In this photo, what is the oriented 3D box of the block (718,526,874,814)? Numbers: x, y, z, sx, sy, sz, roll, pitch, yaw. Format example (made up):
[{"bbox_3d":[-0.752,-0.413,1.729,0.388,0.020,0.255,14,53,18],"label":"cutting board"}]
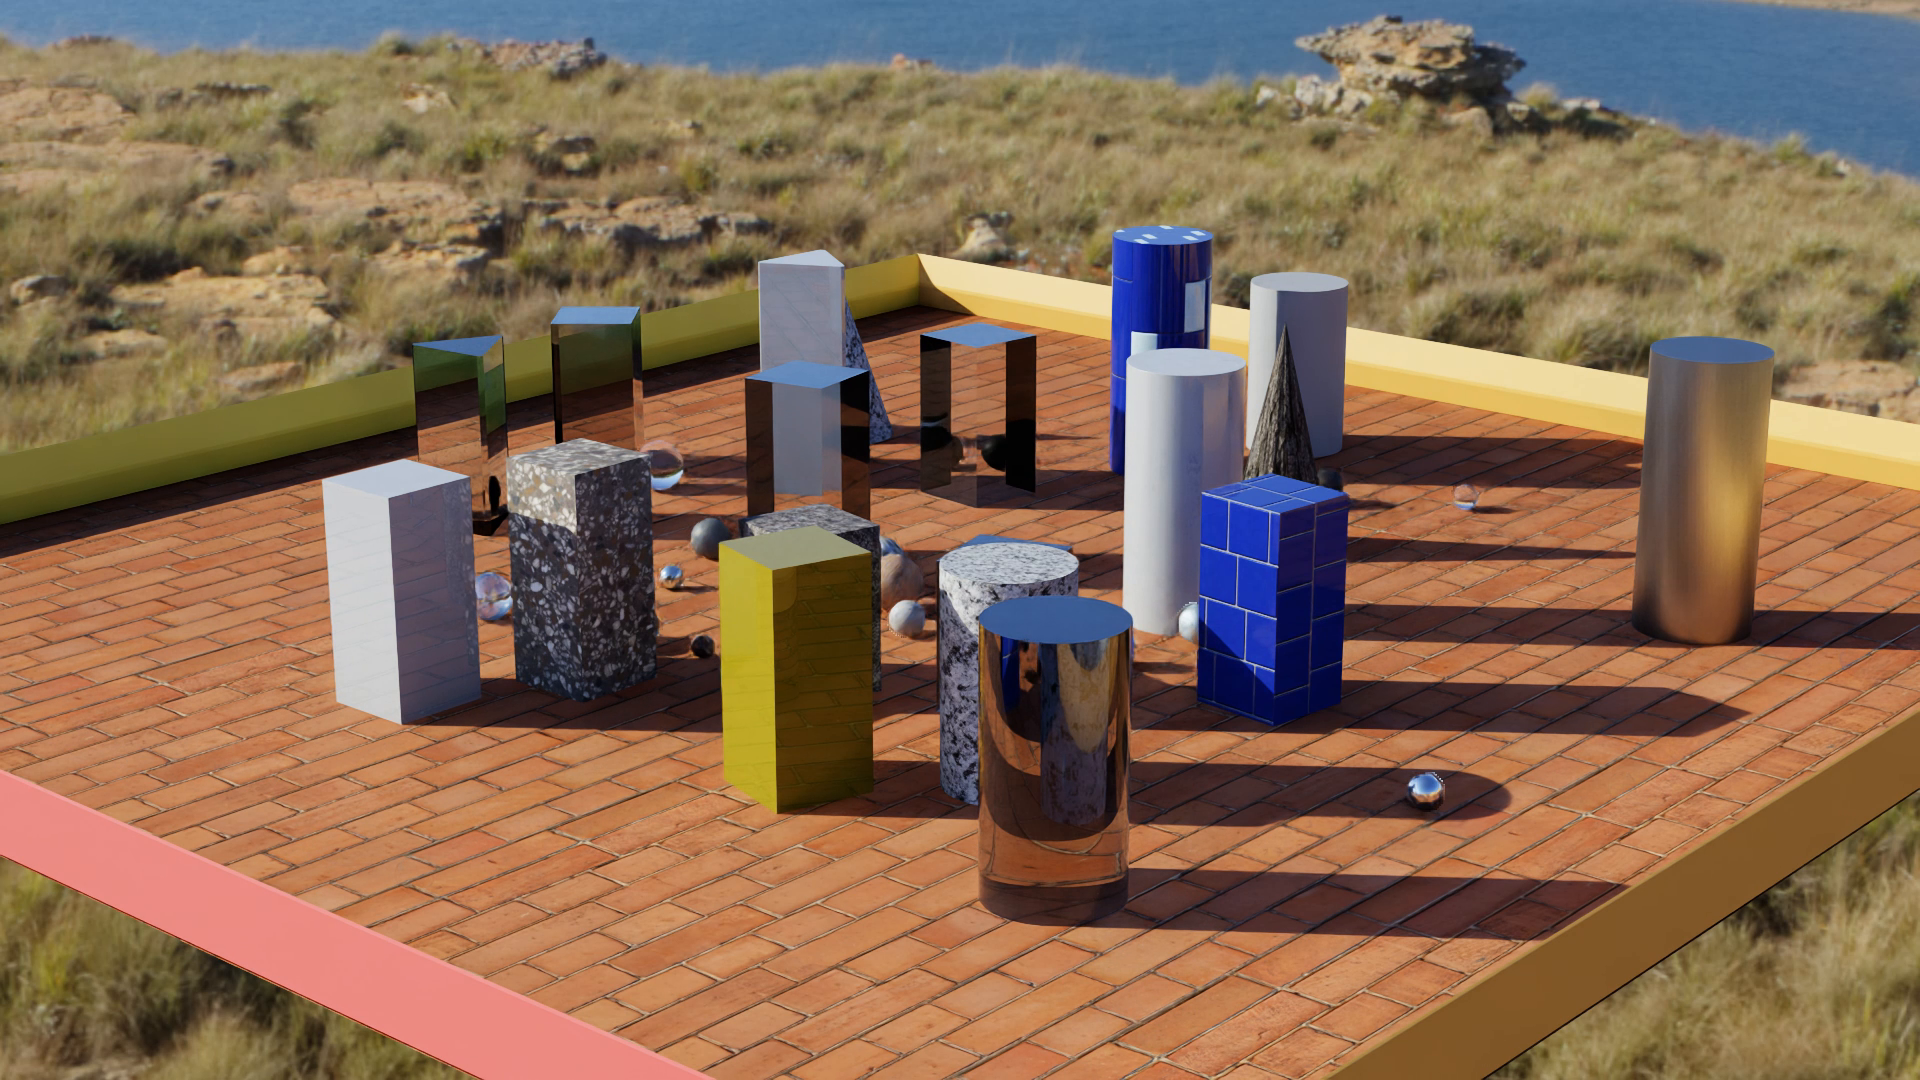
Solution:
[{"bbox_3d":[-0.235,0.184,4.216,0.160,0.363,0.160,-10,20,-31],"label":"block"}]

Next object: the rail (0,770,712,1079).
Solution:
[{"bbox_3d":[-1.130,0.408,3.874,3.315,0.130,0.045,14,22,39],"label":"rail"}]

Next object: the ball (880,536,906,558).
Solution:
[{"bbox_3d":[-0.141,0.041,5.158,0.093,0.093,0.093,0,17,0],"label":"ball"}]

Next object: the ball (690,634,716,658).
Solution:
[{"bbox_3d":[-0.421,0.174,4.808,0.040,0.040,0.040,0,17,0],"label":"ball"}]

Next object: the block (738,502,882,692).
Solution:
[{"bbox_3d":[-0.237,0.103,4.637,0.160,0.274,0.160,-12,21,-35],"label":"block"}]

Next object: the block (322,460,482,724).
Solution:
[{"bbox_3d":[-0.868,0.078,4.567,0.160,0.363,0.160,14,22,39],"label":"block"}]

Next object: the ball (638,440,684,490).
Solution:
[{"bbox_3d":[-0.593,-0.147,5.774,0.098,0.098,0.098,0,17,0],"label":"ball"}]

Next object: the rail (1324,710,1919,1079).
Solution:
[{"bbox_3d":[1.234,0.341,4.094,0.045,0.130,3.494,14,22,39],"label":"rail"}]

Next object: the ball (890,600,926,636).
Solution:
[{"bbox_3d":[-0.088,0.131,4.914,0.062,0.062,0.062,0,17,0],"label":"ball"}]

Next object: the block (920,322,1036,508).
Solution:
[{"bbox_3d":[0.035,-0.245,5.721,0.160,0.317,0.160,-15,22,-41],"label":"block"}]

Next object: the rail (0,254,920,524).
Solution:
[{"bbox_3d":[-1.234,-0.276,6.145,0.045,0.130,3.494,14,22,39],"label":"rail"}]

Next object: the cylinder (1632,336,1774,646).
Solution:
[{"bbox_3d":[1.240,-0.084,4.901,0.199,0.480,0.199,0,17,0],"label":"cylinder"}]

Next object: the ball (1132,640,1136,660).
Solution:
[{"bbox_3d":[0.254,0.176,4.759,0.065,0.065,0.065,0,17,0],"label":"ball"}]

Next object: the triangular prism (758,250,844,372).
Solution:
[{"bbox_3d":[-0.292,-0.344,5.826,0.173,0.444,0.150,4,17,13],"label":"triangular prism"}]

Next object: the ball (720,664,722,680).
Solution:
[{"bbox_3d":[-0.347,0.209,4.626,0.066,0.066,0.066,0,17,0],"label":"ball"}]

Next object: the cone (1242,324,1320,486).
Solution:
[{"bbox_3d":[0.587,-0.190,5.346,0.199,0.427,0.199,0,17,0],"label":"cone"}]

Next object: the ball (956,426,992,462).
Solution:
[{"bbox_3d":[0.027,-0.195,5.980,0.072,0.072,0.072,0,17,0],"label":"ball"}]

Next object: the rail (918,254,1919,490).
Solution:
[{"bbox_3d":[1.130,-0.343,6.366,3.315,0.130,0.045,14,22,39],"label":"rail"}]

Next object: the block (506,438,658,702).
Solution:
[{"bbox_3d":[-0.600,0.046,4.660,0.160,0.371,0.160,14,22,39],"label":"block"}]

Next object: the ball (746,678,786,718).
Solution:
[{"bbox_3d":[-0.299,0.244,4.538,0.062,0.062,0.062,0,17,0],"label":"ball"}]

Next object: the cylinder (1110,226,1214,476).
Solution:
[{"bbox_3d":[0.402,-0.376,5.878,0.199,0.477,0.199,0,17,0],"label":"cylinder"}]

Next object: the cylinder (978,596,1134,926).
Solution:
[{"bbox_3d":[0.124,0.286,3.835,0.199,0.386,0.199,0,17,0],"label":"cylinder"}]

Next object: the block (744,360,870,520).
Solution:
[{"bbox_3d":[-0.271,-0.125,5.255,0.160,0.354,0.160,9,19,29],"label":"block"}]

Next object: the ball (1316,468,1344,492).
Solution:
[{"bbox_3d":[0.708,-0.104,5.677,0.071,0.071,0.071,0,17,0],"label":"ball"}]

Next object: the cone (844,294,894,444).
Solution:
[{"bbox_3d":[-0.240,-0.369,6.160,0.199,0.301,0.199,0,17,0],"label":"cone"}]

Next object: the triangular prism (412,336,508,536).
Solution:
[{"bbox_3d":[-0.909,-0.204,5.536,0.173,0.345,0.150,11,20,33],"label":"triangular prism"}]

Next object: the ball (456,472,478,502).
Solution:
[{"bbox_3d":[-0.965,-0.095,5.651,0.070,0.070,0.070,0,17,0],"label":"ball"}]

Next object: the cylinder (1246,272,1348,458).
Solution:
[{"bbox_3d":[0.696,-0.363,6.057,0.199,0.348,0.199,0,17,0],"label":"cylinder"}]

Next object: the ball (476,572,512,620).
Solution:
[{"bbox_3d":[-0.801,0.096,4.994,0.082,0.082,0.082,0,17,0],"label":"ball"}]

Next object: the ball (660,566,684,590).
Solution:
[{"bbox_3d":[-0.508,0.066,5.163,0.043,0.043,0.043,0,17,0],"label":"ball"}]

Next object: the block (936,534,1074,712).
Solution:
[{"bbox_3d":[0.070,0.139,4.569,0.160,0.246,0.160,8,18,25],"label":"block"}]

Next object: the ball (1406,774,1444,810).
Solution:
[{"bbox_3d":[0.662,0.359,4.175,0.052,0.052,0.052,0,17,0],"label":"ball"}]

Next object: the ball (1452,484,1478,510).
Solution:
[{"bbox_3d":[0.973,-0.082,5.640,0.050,0.050,0.050,0,17,0],"label":"ball"}]

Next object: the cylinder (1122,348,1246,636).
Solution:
[{"bbox_3d":[0.377,-0.082,4.949,0.199,0.449,0.199,0,17,0],"label":"cylinder"}]

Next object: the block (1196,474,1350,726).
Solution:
[{"bbox_3d":[0.486,0.091,4.562,0.160,0.342,0.160,-15,22,-40],"label":"block"}]

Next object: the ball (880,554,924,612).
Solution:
[{"bbox_3d":[-0.112,0.074,5.038,0.100,0.100,0.100,0,17,0],"label":"ball"}]

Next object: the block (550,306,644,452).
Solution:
[{"bbox_3d":[-0.730,-0.302,5.922,0.160,0.310,0.160,0,17,1],"label":"block"}]

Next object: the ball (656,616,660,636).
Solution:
[{"bbox_3d":[-0.526,0.143,4.888,0.053,0.053,0.053,0,17,0],"label":"ball"}]

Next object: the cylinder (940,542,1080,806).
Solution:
[{"bbox_3d":[0.070,0.193,4.232,0.199,0.336,0.199,0,17,0],"label":"cylinder"}]

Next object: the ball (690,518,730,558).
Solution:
[{"bbox_3d":[-0.454,-0.003,5.339,0.073,0.073,0.073,0,17,0],"label":"ball"}]

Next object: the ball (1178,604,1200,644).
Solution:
[{"bbox_3d":[0.397,0.139,4.875,0.068,0.068,0.068,0,17,0],"label":"ball"}]
